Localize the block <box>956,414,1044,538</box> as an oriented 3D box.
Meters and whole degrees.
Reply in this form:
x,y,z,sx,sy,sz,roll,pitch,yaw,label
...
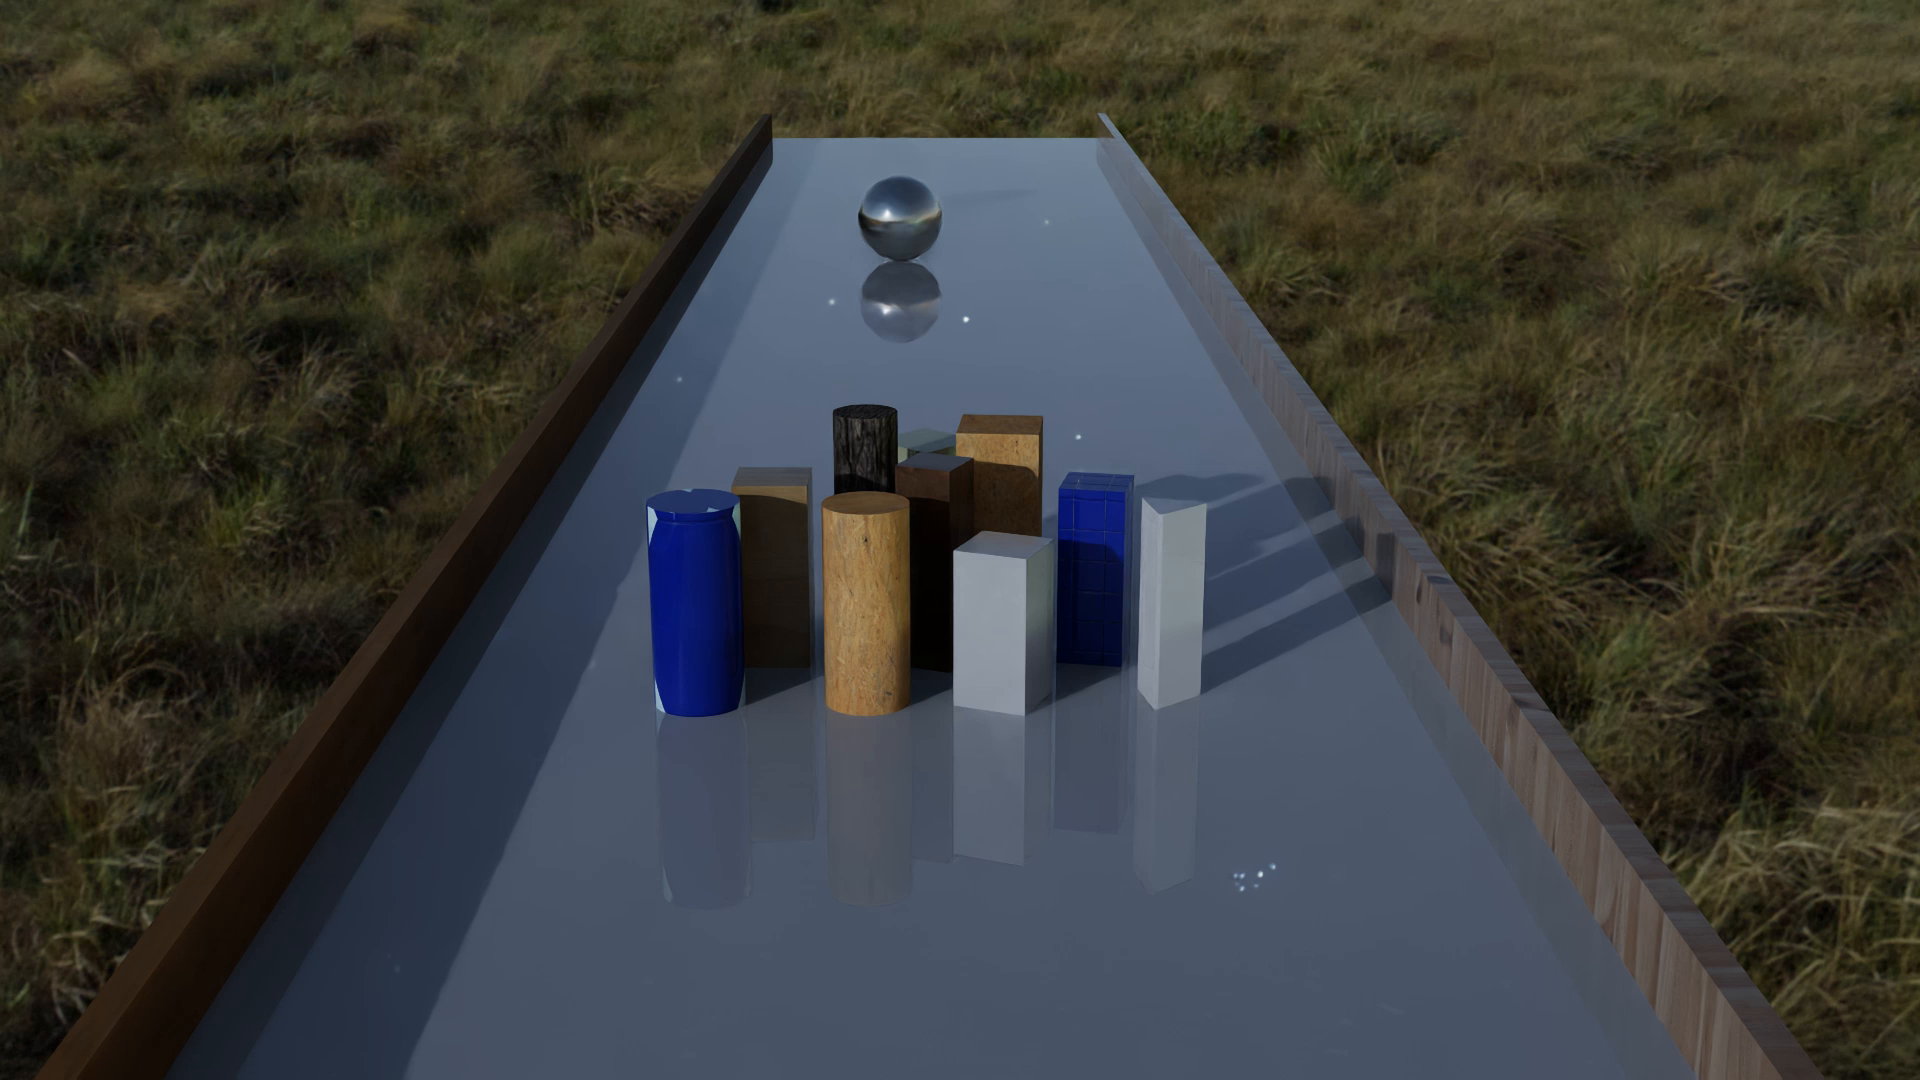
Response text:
x,y,z,sx,sy,sz,roll,pitch,yaw,label
0.083,-0.036,4.602,0.169,0.424,0.169,1,17,5,block

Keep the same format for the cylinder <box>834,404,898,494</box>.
x,y,z,sx,sy,sz,roll,pitch,yaw,label
-0.196,-0.050,4.607,0.133,0.449,0.133,0,17,0,cylinder

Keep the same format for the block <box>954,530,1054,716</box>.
x,y,z,sx,sy,sz,roll,pitch,yaw,label
0.083,0.156,4.165,0.145,0.307,0.145,7,18,22,block

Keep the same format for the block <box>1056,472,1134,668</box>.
x,y,z,sx,sy,sz,roll,pitch,yaw,label
0.270,0.058,4.398,0.131,0.361,0.131,3,17,11,block

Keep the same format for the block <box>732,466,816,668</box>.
x,y,z,sx,sy,sz,roll,pitch,yaw,label
-0.370,0.054,4.389,0.147,0.374,0.147,0,17,0,block

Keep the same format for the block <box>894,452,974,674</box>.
x,y,z,sx,sy,sz,roll,pitch,yaw,label
-0.050,0.044,4.357,0.116,0.411,0.116,7,18,23,block

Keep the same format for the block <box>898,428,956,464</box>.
x,y,z,sx,sy,sz,roll,pitch,yaw,label
-0.076,-0.067,4.894,0.162,0.319,0.162,15,22,41,block

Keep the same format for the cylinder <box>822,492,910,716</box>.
x,y,z,sx,sy,sz,roll,pitch,yaw,label
-0.176,0.118,4.142,0.164,0.391,0.164,0,17,0,cylinder

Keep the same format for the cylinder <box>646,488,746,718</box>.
x,y,z,sx,sy,sz,roll,pitch,yaw,label
-0.496,0.117,4.140,0.174,0.395,0.174,0,17,0,cylinder

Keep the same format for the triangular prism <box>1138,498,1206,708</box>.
x,y,z,sx,sy,sz,roll,pitch,yaw,label
0.381,0.113,4.174,0.123,0.383,0.106,-14,21,-39,triangular prism

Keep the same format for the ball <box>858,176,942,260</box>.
x,y,z,sx,sy,sz,roll,pitch,yaw,label
-0.246,-1.330,9.088,0.348,0.348,0.348,0,17,0,ball

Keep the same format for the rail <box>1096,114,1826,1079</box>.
x,y,z,sx,sy,sz,roll,pitch,yaw,label
0.932,-0.844,7.801,0.050,0.150,12.000,0,17,-1,rail

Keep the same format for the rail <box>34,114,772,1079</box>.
x,y,z,sx,sy,sz,roll,pitch,yaw,label
-1.118,-0.838,7.780,0.050,0.150,12.000,0,17,-1,rail
